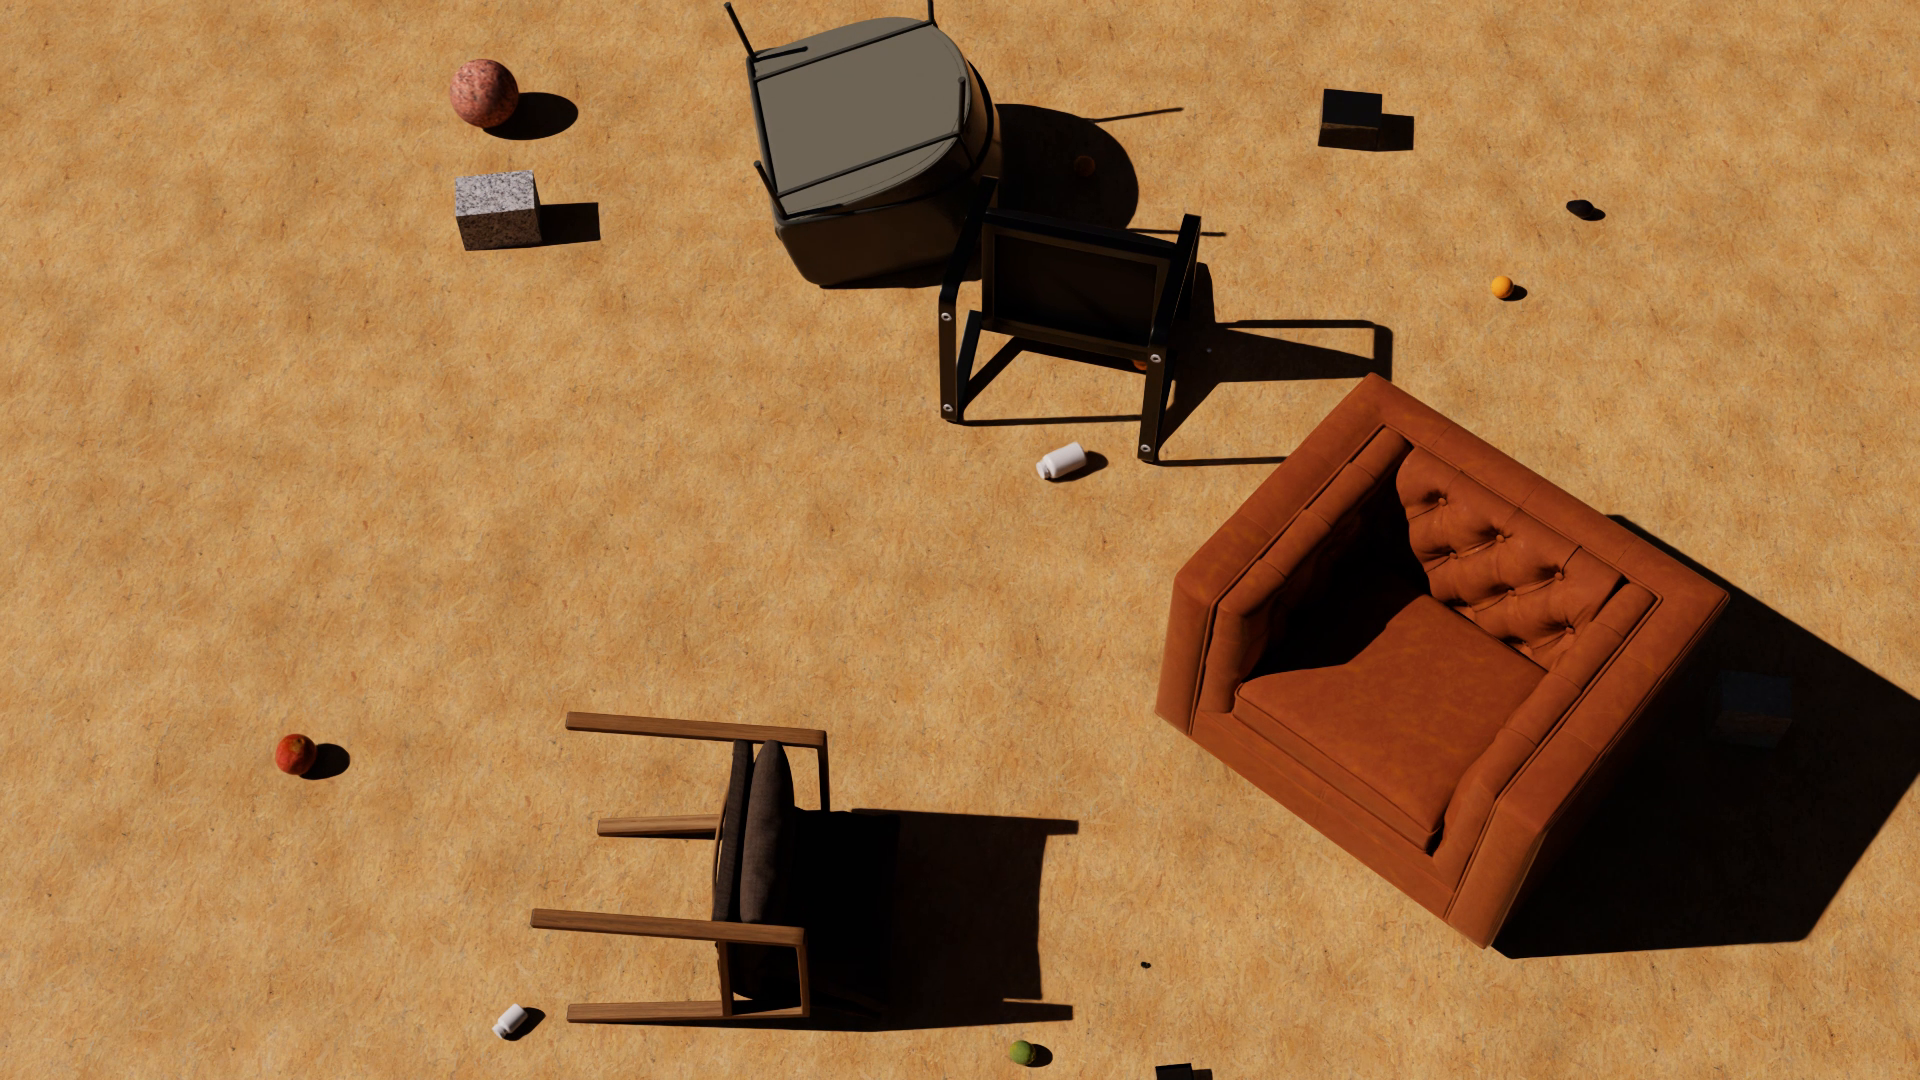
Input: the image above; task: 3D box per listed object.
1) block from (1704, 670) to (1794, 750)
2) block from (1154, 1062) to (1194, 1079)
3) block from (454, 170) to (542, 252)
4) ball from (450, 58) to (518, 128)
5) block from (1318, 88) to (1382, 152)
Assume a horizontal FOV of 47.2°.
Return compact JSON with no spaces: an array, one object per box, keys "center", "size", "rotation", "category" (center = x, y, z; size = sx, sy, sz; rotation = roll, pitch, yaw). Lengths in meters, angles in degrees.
[{"center":[2.204,0.474,6.151],"size":[0.191,0.174,0.130],"rotation":[8,56,5],"category":"block"},{"center":[0.550,1.403,5.602],"size":[0.093,0.051,0.120],"rotation":[-5,56,-3],"category":"block"},{"center":[-1.509,-1.078,7.196],"size":[0.252,0.168,0.172],"rotation":[-7,56,-4],"category":"block"},{"center":[-1.613,-1.513,7.451],"size":[0.230,0.230,0.230],"rotation":[0,56,0],"category":"ball"},{"center":[1.323,-1.424,7.461],"size":[0.197,0.114,0.161],"rotation":[6,56,4],"category":"block"}]
